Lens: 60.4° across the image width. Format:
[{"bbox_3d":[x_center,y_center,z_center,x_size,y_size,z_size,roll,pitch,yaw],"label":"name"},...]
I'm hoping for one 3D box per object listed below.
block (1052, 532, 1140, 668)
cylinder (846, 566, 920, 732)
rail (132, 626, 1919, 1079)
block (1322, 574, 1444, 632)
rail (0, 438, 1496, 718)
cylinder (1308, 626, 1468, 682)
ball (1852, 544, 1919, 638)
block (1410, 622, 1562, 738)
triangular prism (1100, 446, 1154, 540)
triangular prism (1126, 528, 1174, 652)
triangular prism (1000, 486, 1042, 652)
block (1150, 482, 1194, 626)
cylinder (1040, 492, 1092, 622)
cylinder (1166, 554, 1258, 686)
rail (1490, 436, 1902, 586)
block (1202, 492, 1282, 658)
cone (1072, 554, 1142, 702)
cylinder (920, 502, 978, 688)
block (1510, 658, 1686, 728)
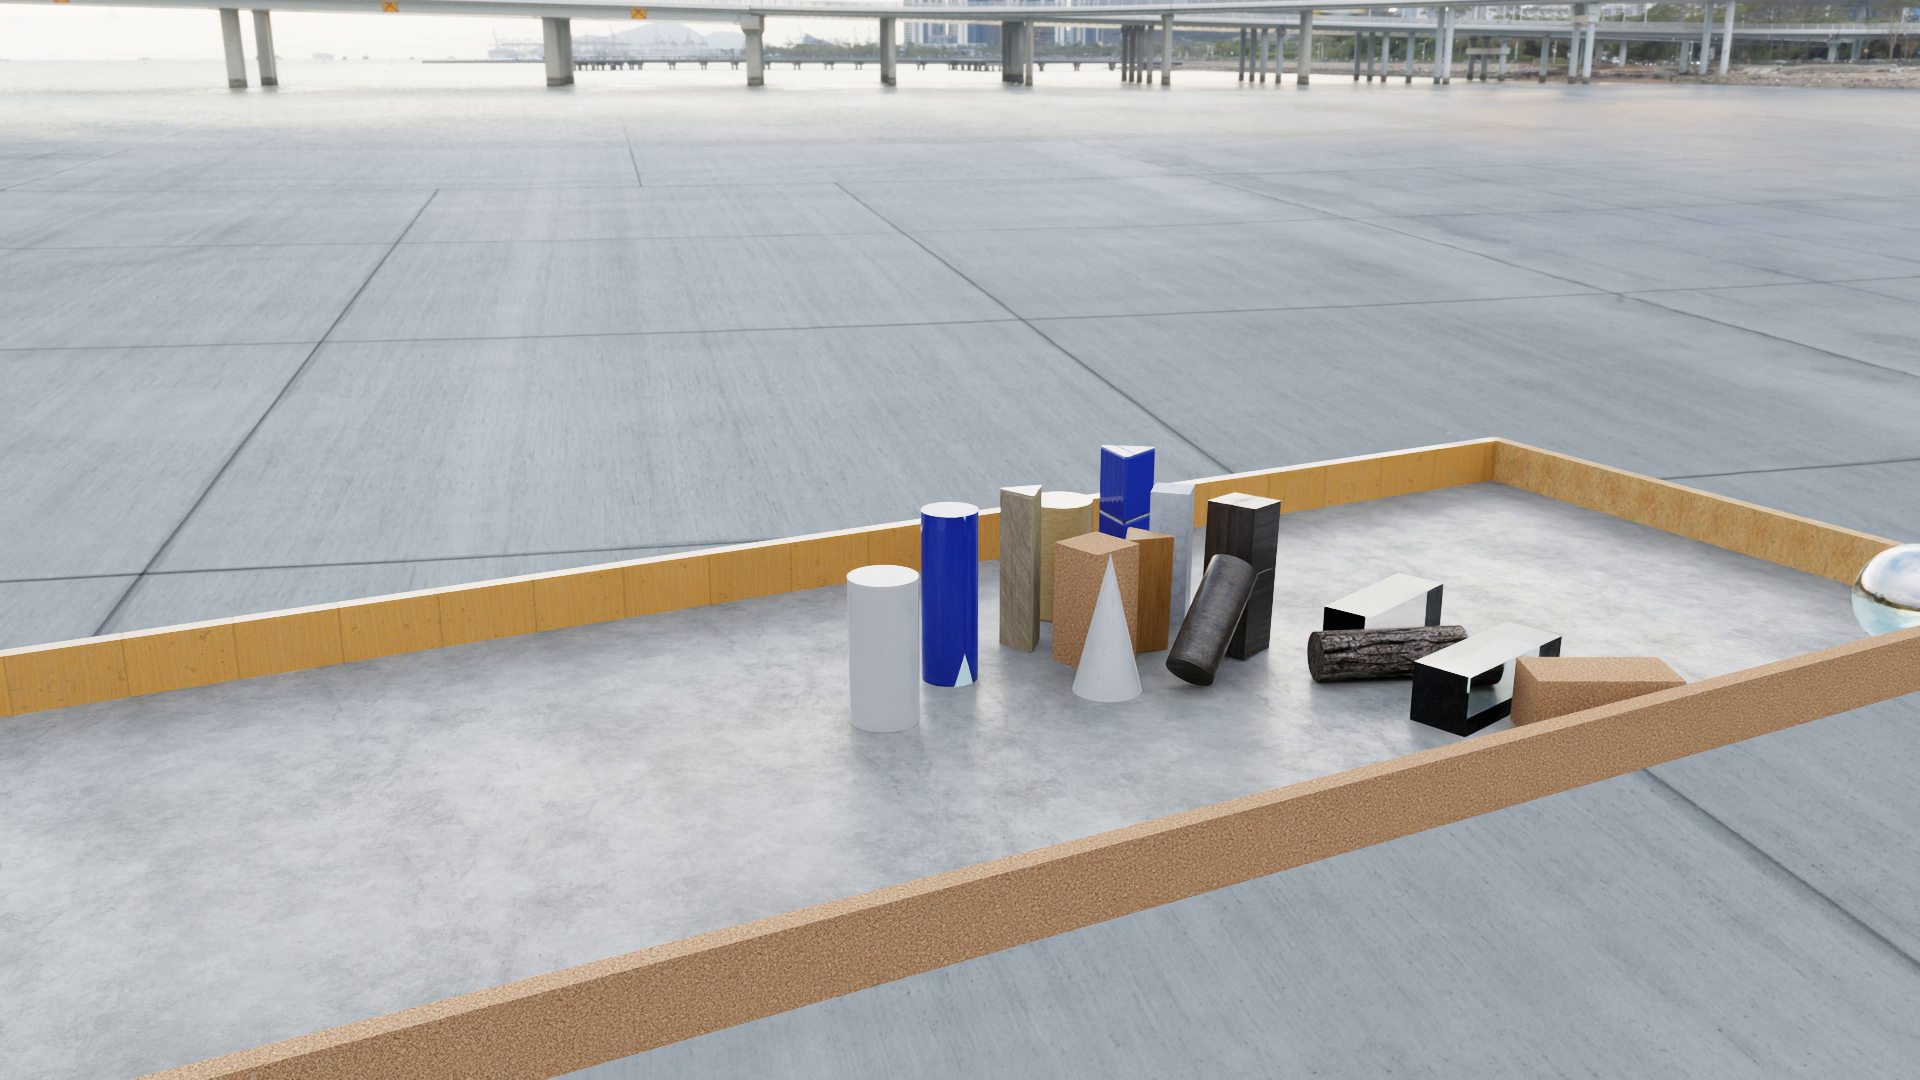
[{"bbox_3d":[0.349,0.160,4.246,0.153,0.318,0.153,-14,21,-39],"label":"block"},{"bbox_3d":[-0.178,0.253,3.864,0.167,0.355,0.167,0,16,0],"label":"cylinder"},{"bbox_3d":[-2.336,1.006,1.665,12.000,0.150,0.050,-9,18,-27],"label":"rail"},{"bbox_3d":[1.129,0.210,4.399,0.136,0.136,0.391,15,22,41],"label":"block"},{"bbox_3d":[-3.305,0.497,3.399,12.000,0.150,0.050,-9,18,-27],"label":"rail"},{"bbox_3d":[1.081,0.285,4.161,0.380,0.126,0.126,-2,17,-7],"label":"cylinder"},{"bbox_3d":[2.499,0.154,4.319,0.288,0.288,0.288,0,16,0],"label":"ball"},{"bbox_3d":[1.269,0.330,3.972,0.419,0.147,0.147,-15,22,-41],"label":"block"},{"bbox_3d":[0.467,-0.066,4.842,0.133,0.415,0.153,12,20,36],"label":"triangular prism"},{"bbox_3d":[0.468,0.130,4.363,0.140,0.308,0.122,-4,16,-21],"label":"triangular prism"},{"bbox_3d":[0.179,0.071,4.356,0.113,0.427,0.098,15,22,41],"label":"triangular prism"},{"bbox_3d":[0.582,0.039,4.557,0.106,0.375,0.106,4,17,15],"label":"block"},{"bbox_3d":[0.277,0.047,4.612,0.180,0.329,0.180,0,16,0],"label":"cylinder"},{"bbox_3d":[0.632,0.200,4.137,0.126,0.126,0.312,11,62,33],"label":"cylinder"},{"bbox_3d":[2.466,-0.048,5.253,0.050,0.150,2.100,-9,18,-27],"label":"rail"},{"bbox_3d":[0.732,0.091,4.324,0.137,0.400,0.137,13,18,37],"label":"block"},{"bbox_3d":[0.365,0.201,4.045,0.172,0.353,0.172,0,16,0],"label":"cone"},{"bbox_3d":[-0.026,0.136,4.115,0.143,0.439,0.143,0,16,0],"label":"cylinder"},{"bbox_3d":[1.470,0.372,3.812,0.333,0.157,0.157,0,16,0],"label":"block"}]
